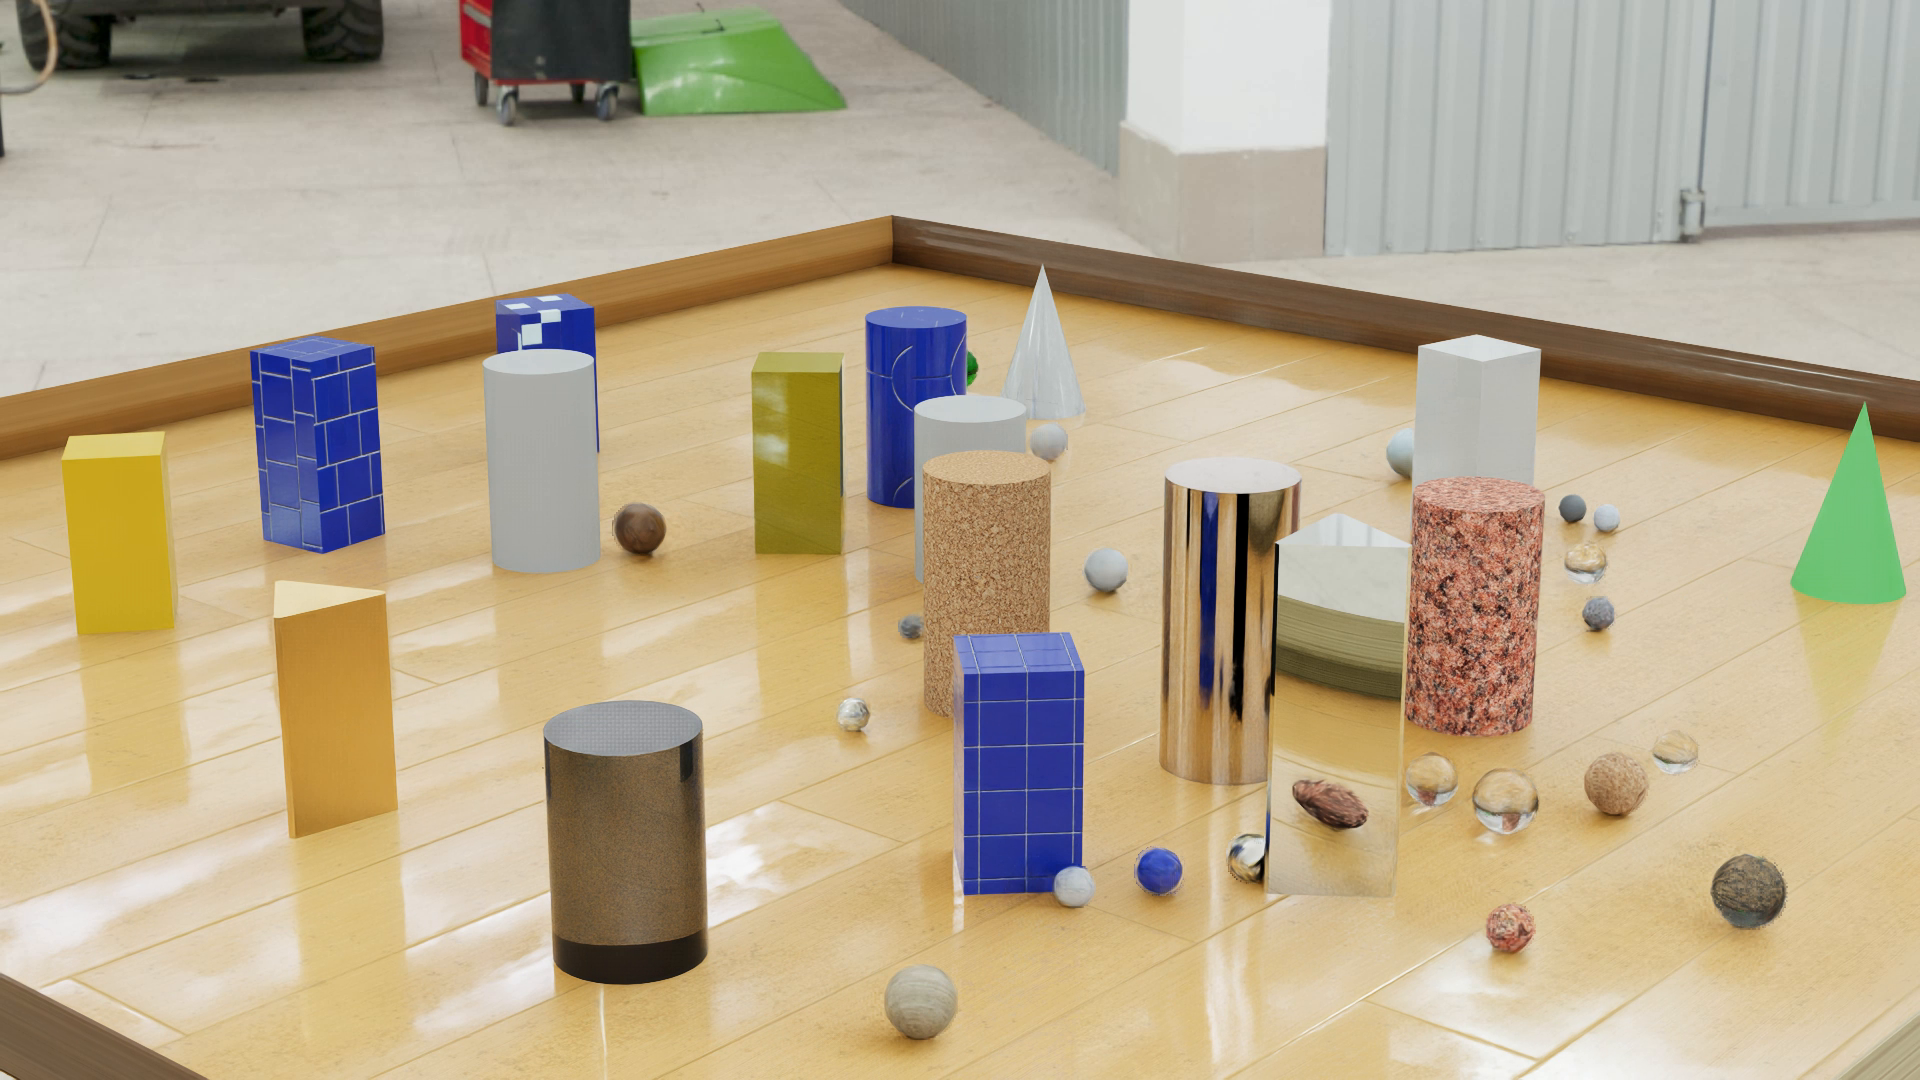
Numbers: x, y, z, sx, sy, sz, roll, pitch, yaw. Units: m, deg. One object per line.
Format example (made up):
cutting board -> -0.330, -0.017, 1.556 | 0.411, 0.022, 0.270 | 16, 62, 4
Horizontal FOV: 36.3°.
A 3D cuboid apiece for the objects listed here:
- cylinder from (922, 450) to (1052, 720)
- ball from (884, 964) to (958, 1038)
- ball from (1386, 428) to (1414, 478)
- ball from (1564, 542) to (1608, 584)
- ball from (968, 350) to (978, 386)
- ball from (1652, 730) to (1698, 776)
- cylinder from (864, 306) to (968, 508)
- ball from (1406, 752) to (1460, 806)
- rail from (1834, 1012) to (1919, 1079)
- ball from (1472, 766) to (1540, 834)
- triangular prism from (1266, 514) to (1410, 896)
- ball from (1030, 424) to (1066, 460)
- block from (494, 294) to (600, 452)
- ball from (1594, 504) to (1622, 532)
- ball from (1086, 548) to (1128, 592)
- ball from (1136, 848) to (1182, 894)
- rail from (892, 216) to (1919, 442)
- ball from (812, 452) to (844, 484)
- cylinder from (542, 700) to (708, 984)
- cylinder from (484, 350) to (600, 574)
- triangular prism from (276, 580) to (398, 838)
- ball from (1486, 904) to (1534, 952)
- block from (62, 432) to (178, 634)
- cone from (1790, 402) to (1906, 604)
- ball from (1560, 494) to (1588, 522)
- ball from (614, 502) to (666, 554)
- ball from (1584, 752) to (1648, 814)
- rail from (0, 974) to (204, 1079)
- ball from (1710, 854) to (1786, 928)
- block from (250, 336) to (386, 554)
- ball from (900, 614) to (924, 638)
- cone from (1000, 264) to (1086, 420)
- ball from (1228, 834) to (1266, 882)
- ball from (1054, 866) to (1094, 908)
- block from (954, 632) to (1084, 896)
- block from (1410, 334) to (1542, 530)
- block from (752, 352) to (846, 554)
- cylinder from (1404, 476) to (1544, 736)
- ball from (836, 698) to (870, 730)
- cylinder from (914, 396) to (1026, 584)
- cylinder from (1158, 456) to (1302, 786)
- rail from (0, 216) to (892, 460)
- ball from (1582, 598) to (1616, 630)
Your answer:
cylinder -> 0.041, 0.071, 4.556 | 0.197, 0.382, 0.197 | 0, 17, 0
ball -> -0.047, 0.548, 3.483 | 0.087, 0.087, 0.087 | 0, 17, 0
ball -> 0.902, -0.175, 5.862 | 0.099, 0.099, 0.099 | 0, 17, 0
ball -> 1.106, 0.042, 5.183 | 0.075, 0.075, 0.075 | 0, 17, 0
ball -> -0.008, -0.384, 6.560 | 0.097, 0.097, 0.097 | 0, 17, 0
ball -> 1.050, 0.312, 4.304 | 0.065, 0.065, 0.065 | 0, 17, 0
cylinder -> -0.085, -0.259, 5.695 | 0.197, 0.356, 0.197 | 0, 17, 0
ball -> 0.674, 0.342, 4.186 | 0.076, 0.076, 0.076 | 0, 17, 0
rail -> 1.542, 0.418, 3.838 | 0.045, 0.128, 4.196 | 14, 22, 39
ball -> 0.761, 0.363, 4.088 | 0.093, 0.093, 0.093 | 0, 17, 0
triangular prism -> 0.496, 0.217, 3.891 | 0.171, 0.485, 0.148 | 1, 17, 4
ball -> 0.180, -0.201, 5.987 | 0.076, 0.076, 0.076 | 0, 17, 0
block -> -0.850, -0.337, 6.042 | 0.158, 0.305, 0.158 | -8, 19, -26
ball -> 1.214, -0.041, 5.500 | 0.051, 0.051, 0.051 | 0, 17, 0
ball -> 0.258, 0.052, 5.146 | 0.076, 0.076, 0.076 | 0, 17, 0
ball -> 0.265, 0.439, 3.891 | 0.061, 0.061, 0.061 | 0, 17, 0
rail -> 1.360, -0.420, 6.619 | 4.132, 0.128, 0.045 | 14, 22, 39
ball -> -0.261, -0.143, 5.820 | 0.062, 0.062, 0.062 | 0, 17, 0
cylinder -> -0.418, 0.377, 3.677 | 0.197, 0.302, 0.197 | 0, 17, 0
cylinder -> -0.754, -0.144, 5.296 | 0.197, 0.366, 0.197 | 0, 17, 0
triangular prism -> -0.914, 0.228, 4.135 | 0.171, 0.323, 0.148 | -14, 22, -40
ball -> 0.696, 0.492, 3.715 | 0.060, 0.060, 0.060 | 0, 17, 0
block -> -1.421, -0.014, 4.971 | 0.158, 0.303, 0.158 | -3, 17, -11
cone -> 1.568, -0.079, 5.129 | 0.197, 0.338, 0.197 | 0, 17, 0
ball -> 1.163, -0.060, 5.562 | 0.052, 0.052, 0.052 | 0, 17, 0
ball -> -0.584, -0.021, 5.359 | 0.094, 0.094, 0.094 | 0, 17, 0
ball -> 0.930, 0.345, 4.156 | 0.088, 0.088, 0.088 | 0, 17, 0
rail -> -1.360, 0.484, 3.620 | 4.132, 0.128, 0.045 | 14, 22, 39
ball -> 1.018, 0.453, 3.785 | 0.094, 0.094, 0.094 | 0, 17, 0
block -> -1.186, -0.178, 5.419 | 0.158, 0.360, 0.158 | 11, 20, 33
ball -> -0.080, 0.144, 4.904 | 0.040, 0.040, 0.040 | 0, 17, 0
cone -> 0.178, -0.441, 6.359 | 0.197, 0.322, 0.197 | 0, 17, 0
ball -> 0.392, 0.425, 3.929 | 0.065, 0.065, 0.065 | 0, 17, 0
ball -> 0.149, 0.455, 3.849 | 0.054, 0.054, 0.054 | 0, 17, 0
block -> 0.077, 0.298, 3.926 | 0.158, 0.310, 0.158 | -1, 17, -5
block -> 0.958, -0.185, 5.454 | 0.158, 0.353, 0.158 | -13, 21, -36
block -> -0.294, -0.161, 5.393 | 0.158, 0.342, 0.158 | 0, 17, 2
cylinder -> 0.788, 0.101, 4.501 | 0.197, 0.356, 0.197 | 0, 17, 0
ball -> -0.163, 0.266, 4.480 | 0.052, 0.052, 0.052 | 0, 17, 0
cylinder -> 0.018, -0.084, 5.199 | 0.197, 0.307, 0.197 | 0, 17, 0
cylinder -> 0.394, 0.117, 4.297 | 0.197, 0.442, 0.197 | 0, 17, 0
rail -> -1.542, -0.354, 6.402 | 0.045, 0.128, 4.196 | 14, 22, 39
ball -> 1.078, 0.124, 4.947 | 0.054, 0.054, 0.054 | 0, 17, 0
